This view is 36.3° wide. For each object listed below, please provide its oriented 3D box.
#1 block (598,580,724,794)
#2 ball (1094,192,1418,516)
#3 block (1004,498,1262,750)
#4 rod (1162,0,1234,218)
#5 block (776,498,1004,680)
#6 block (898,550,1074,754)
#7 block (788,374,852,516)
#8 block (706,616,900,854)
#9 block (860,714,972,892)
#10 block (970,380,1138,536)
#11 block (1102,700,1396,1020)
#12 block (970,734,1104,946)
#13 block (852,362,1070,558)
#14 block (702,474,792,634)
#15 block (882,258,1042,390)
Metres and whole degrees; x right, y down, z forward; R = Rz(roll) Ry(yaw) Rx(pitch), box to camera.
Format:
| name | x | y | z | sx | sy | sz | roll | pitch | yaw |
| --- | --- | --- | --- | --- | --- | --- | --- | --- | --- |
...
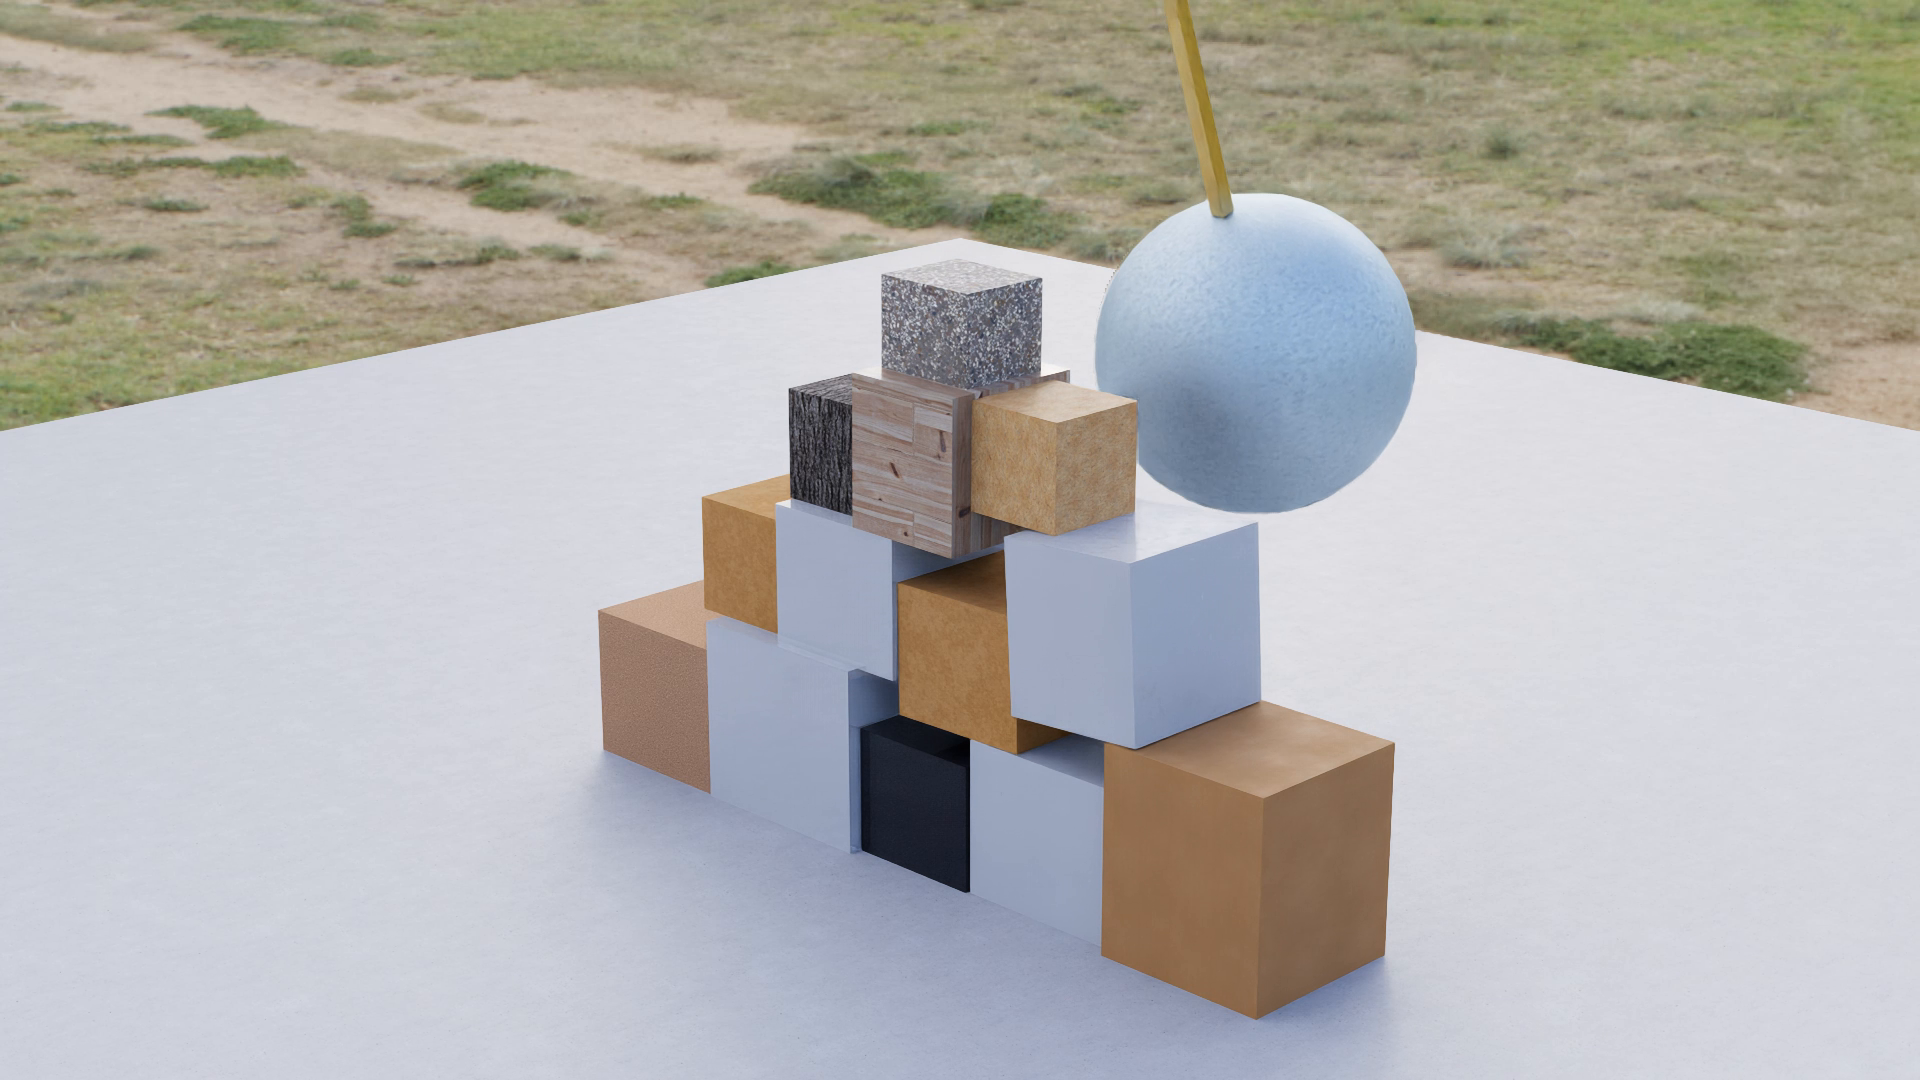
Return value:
| name | x | y | z | sx | sy | sz | roll | pitch | yaw |
| --- | --- | --- | --- | --- | --- | --- | --- | --- | --- |
| block | -1.219 | 0.710 | 14.835 | 0.847 | 0.751 | 0.850 | -17 | 24 | -42 |
| ball | 1.467 | -0.923 | 14.589 | 1.600 | 1.600 | 1.600 | 0 | 17 | 0 |
| block | 0.753 | 0.343 | 12.675 | 0.828 | 0.807 | 0.721 | -17 | 20 | -42 |
| rod | 0.636 | -3.718 | 12.840 | 0.080 | 5.200 | 0.080 | 17 | 44 | 42 |
| block | -0.316 | 0.155 | 13.711 | 0.751 | 0.675 | 0.781 | -17 | 24 | -42 |
| block | 0.228 | 0.493 | 13.251 | 0.742 | 0.631 | 0.692 | 16 | 23 | 43 |
| block | -0.397 | -0.453 | 13.643 | 0.576 | 0.526 | 0.547 | -17 | 24 | -42 |
| block | -0.552 | 0.833 | 14.187 | 0.889 | 0.904 | 0.999 | -17 | 24 | -42 |
| block | 0.052 | 1.153 | 13.657 | 0.761 | 0.611 | 0.687 | -17 | 24 | -42 |
| block | 0.409 | -0.365 | 12.776 | 0.505 | 0.502 | 0.514 | 17 | 24 | 42 |
| block | 1.221 | 1.322 | 12.499 | 0.870 | 0.983 | 0.863 | -17 | 24 | -42 |
| block | 0.610 | 1.253 | 13.120 | 0.747 | 0.743 | 0.849 | -17 | 24 | -42 |
| block | 0.004 | -0.411 | 13.182 | 0.633 | 0.724 | 0.744 | 17 | 24 | 42 |
| block | -0.796 | 0.055 | 14.210 | 0.667 | 0.567 | 0.597 | -17 | 24 | -42 |
| block | 0.007 | -0.966 | 13.031 | 0.537 | 0.426 | 0.472 | 17 | 24 | 42 |
